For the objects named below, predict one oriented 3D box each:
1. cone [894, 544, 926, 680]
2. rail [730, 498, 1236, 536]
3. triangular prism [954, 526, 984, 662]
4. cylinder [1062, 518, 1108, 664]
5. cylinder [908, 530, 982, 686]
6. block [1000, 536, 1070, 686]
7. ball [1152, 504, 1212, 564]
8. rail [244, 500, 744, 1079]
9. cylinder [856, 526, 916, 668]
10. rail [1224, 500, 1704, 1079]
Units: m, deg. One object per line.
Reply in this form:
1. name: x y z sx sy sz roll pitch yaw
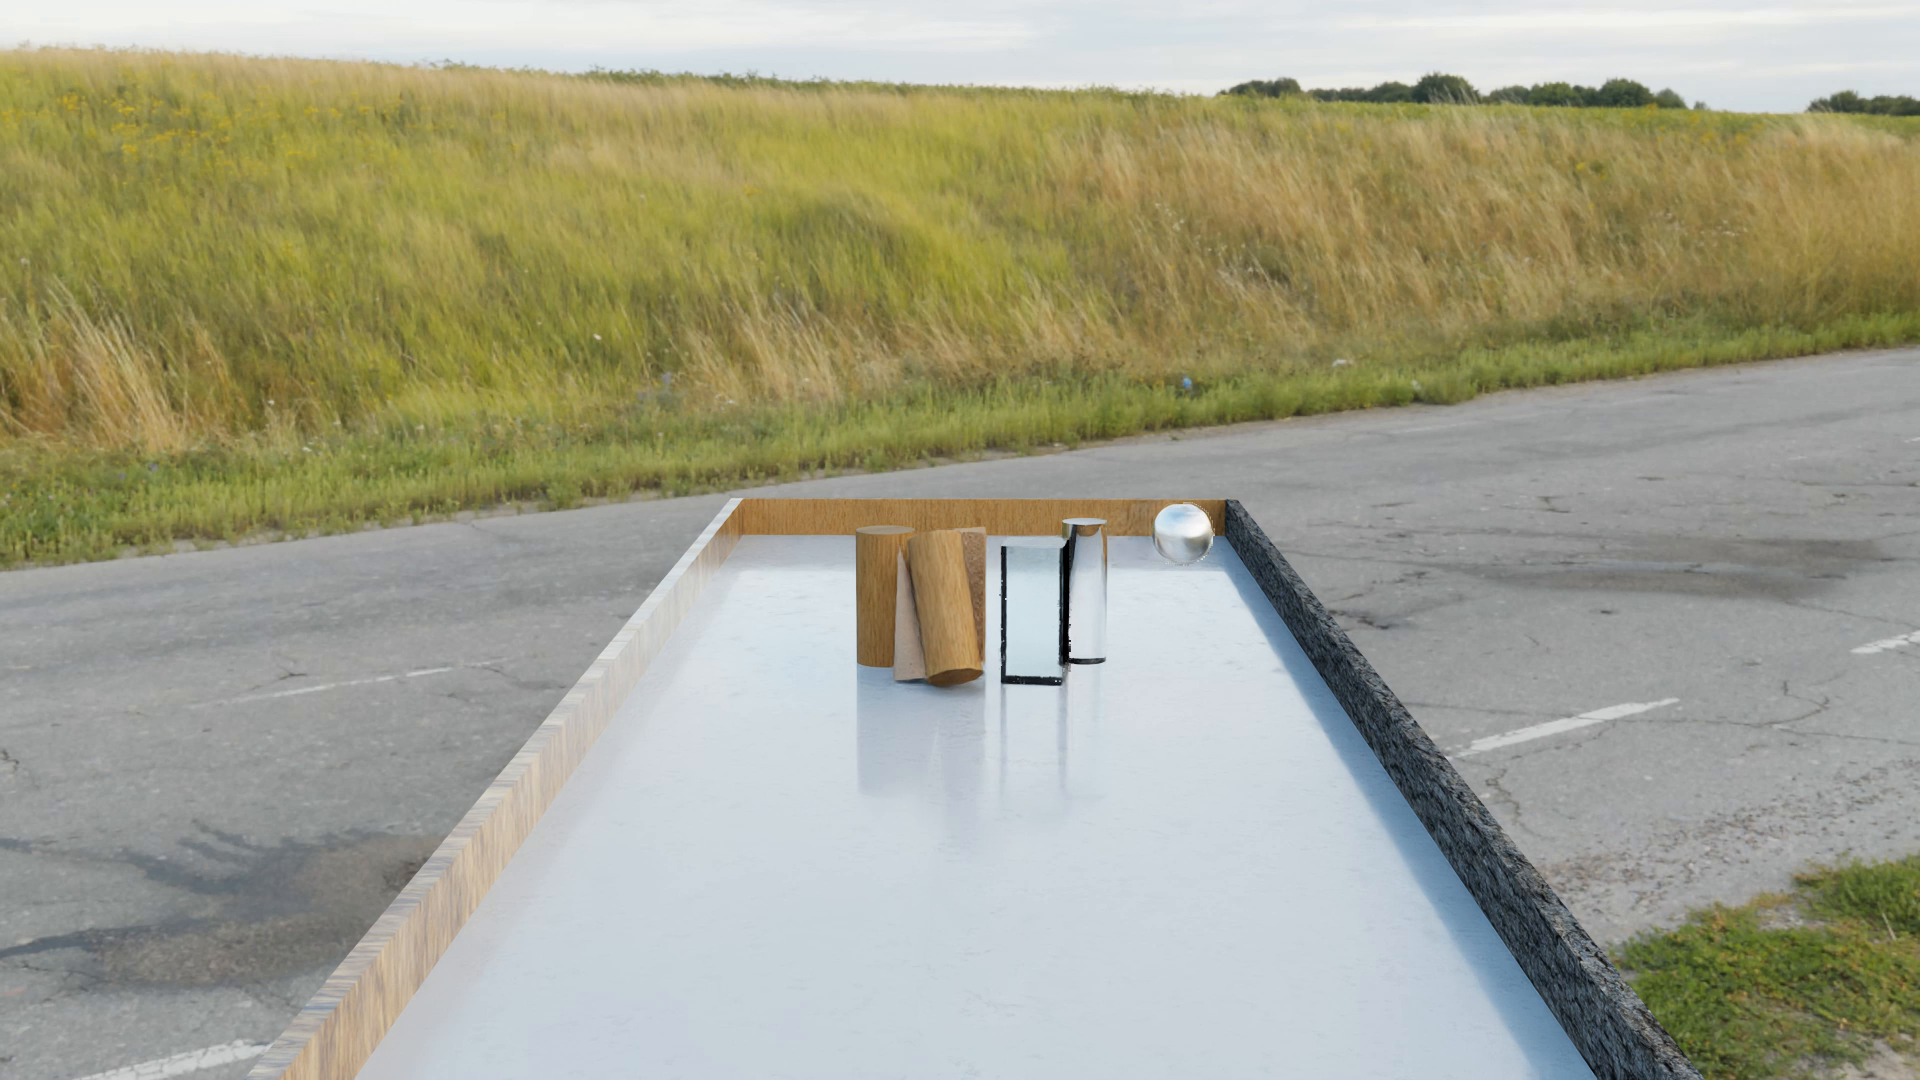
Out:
1. cone: -0.148 0.201 6.417 0.158 0.391 0.158 -9 3 0
2. rail: 0.099 -0.098 9.147 2.100 0.150 0.050 0 9 1
3. triangular prism: 0.047 0.163 6.714 0.129 0.397 0.111 5 10 29
4. cylinder: 0.377 0.155 6.668 0.137 0.427 0.137 0 9 0
5. cylinder: -0.045 0.196 6.349 0.161 0.421 0.161 -8 -20 -3
6. block: 0.220 0.206 6.419 0.179 0.404 0.179 1 9 9
7. ball: 0.626 -0.019 6.208 0.171 0.171 0.171 0 9 0
8. rail: -1.004 0.839 3.234 0.050 0.150 12.000 0 9 1
9. cylinder: -0.224 0.169 6.654 0.180 0.404 0.180 0 9 0
10. rail: 1.046 0.843 3.208 0.050 0.150 12.000 0 9 1
